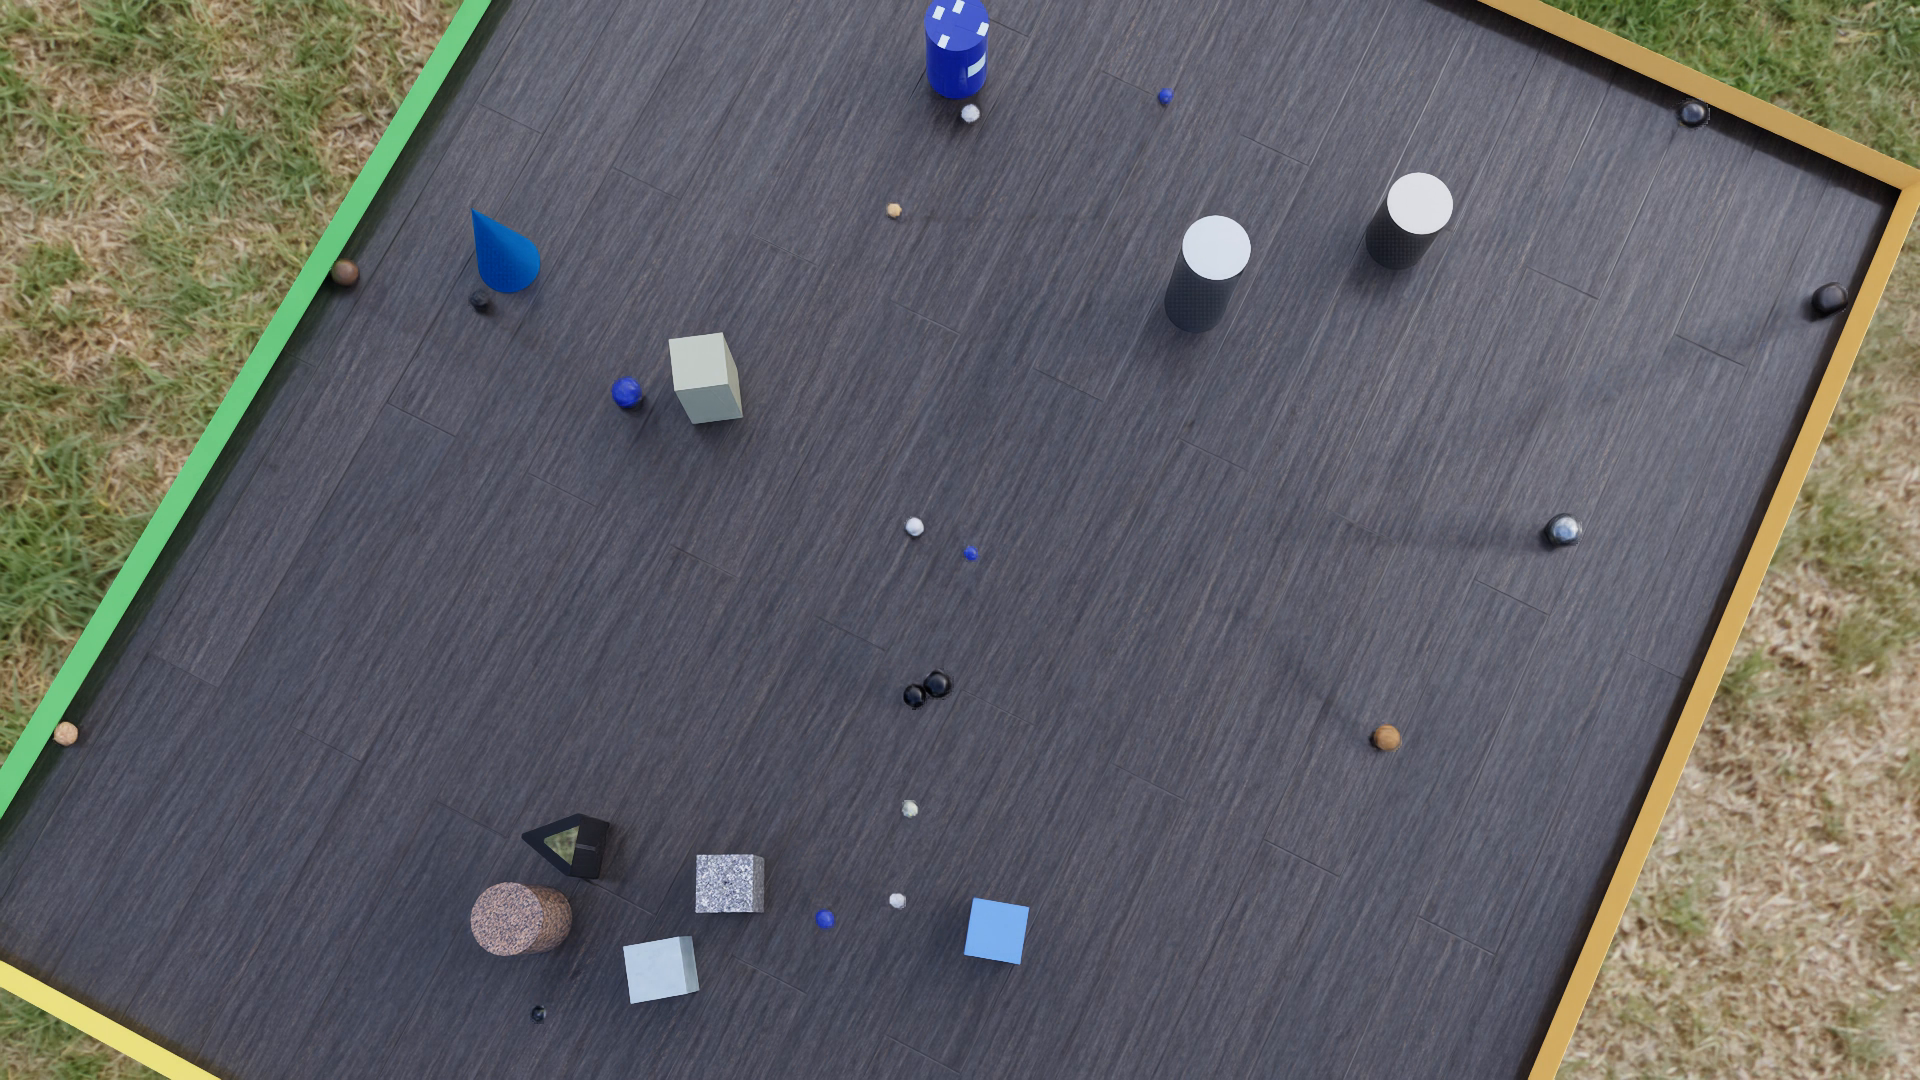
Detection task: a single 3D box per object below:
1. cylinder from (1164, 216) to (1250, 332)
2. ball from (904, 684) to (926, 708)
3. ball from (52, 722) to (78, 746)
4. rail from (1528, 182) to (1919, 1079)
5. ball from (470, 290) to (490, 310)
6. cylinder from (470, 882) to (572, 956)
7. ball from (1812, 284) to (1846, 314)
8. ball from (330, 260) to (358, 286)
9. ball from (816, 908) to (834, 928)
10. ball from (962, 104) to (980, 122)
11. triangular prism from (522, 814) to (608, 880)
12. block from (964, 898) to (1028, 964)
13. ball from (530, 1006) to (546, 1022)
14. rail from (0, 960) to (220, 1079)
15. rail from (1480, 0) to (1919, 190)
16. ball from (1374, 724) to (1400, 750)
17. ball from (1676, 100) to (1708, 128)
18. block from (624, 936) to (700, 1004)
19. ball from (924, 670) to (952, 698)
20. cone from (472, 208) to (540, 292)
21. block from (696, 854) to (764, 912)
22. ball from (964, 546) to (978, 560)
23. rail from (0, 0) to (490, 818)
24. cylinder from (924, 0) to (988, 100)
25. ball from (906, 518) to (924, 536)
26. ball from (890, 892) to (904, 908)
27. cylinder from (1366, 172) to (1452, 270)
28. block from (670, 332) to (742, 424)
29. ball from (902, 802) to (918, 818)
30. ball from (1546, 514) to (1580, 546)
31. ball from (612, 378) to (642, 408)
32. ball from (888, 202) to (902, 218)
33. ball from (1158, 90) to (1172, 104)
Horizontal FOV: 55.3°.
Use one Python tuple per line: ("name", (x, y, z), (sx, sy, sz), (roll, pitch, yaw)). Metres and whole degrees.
("cylinder", (0.741, -0.796, 5.533), (0.197, 0.486, 0.197), (0, 78, 0))
("ball", (-0.135, 0.467, 5.484), (0.069, 0.069, 0.069), (0, 78, 0))
("ball", (-2.665, 0.578, 5.462), (0.069, 0.069, 0.069), (0, 78, 0))
("rail", (1.944, 0.958, 5.352), (0.045, 0.128, 4.782), (26, 80, 5))
("ball", (-1.504, -0.751, 5.741), (0.060, 0.060, 0.060), (0, 78, 0))
("cylinder", (-1.238, 1.074, 5.196), (0.197, 0.389, 0.197), (0, 78, 0))
("ball", (2.715, -0.754, 5.725), (0.094, 0.094, 0.094), (0, 78, 0))
("ball", (-1.932, -0.838, 5.749), (0.081, 0.081, 0.081), (0, 78, 0))
("ball", (-0.396, 1.106, 5.360), (0.054, 0.054, 0.054), (0, 78, 0))
("ball", (0.033, -1.366, 5.870), (0.057, 0.057, 0.057), (0, 78, 0))
("triangular prism", (-1.090, 0.850, 5.228), (0.170, 0.417, 0.148), (39, 81, 7))
("block", (0.102, 1.117, 5.242), (0.157, 0.280, 0.157), (9, 78, 2))
("ball", (-1.221, 1.372, 5.310), (0.044, 0.044, 0.044), (0, 78, 0))
("rail", (-1.059, 2.080, 5.120), (4.394, 0.128, 0.045), (26, 80, 5))
("rail", (1.059, -2.067, 5.978), (4.394, 0.128, 0.045), (26, 80, 5))
("ball", (1.271, 0.587, 5.456), (0.076, 0.076, 0.076), (0, 78, 0))
("ball", (2.337, -1.360, 5.851), (0.092, 0.092, 0.092), (0, 78, 0))
("block", (-0.851, 1.225, 5.235), (0.157, 0.250, 0.157), (-10, 78, -2))
("ball", (-0.066, 0.431, 5.485), (0.084, 0.084, 0.084), (0, 78, 0))
("cone", (-1.426, -0.922, 5.573), (0.197, 0.460, 0.197), (0, 78, 0))
("block", (-0.657, 0.988, 5.257), (0.157, 0.303, 0.157), (0, 78, 0))
("ball", (0.034, 0.040, 5.586), (0.043, 0.043, 0.043), (0, 78, 0))
("rail", (-1.944, -0.945, 5.746), (0.045, 0.128, 4.782), (26, 80, 5))
("cylinder", (-0.010, -1.552, 5.766), (0.197, 0.335, 0.197), (0, 78, 0))
("ball", (-0.138, -0.040, 5.597), (0.054, 0.054, 0.054), (0, 78, 0))
("ball", (-0.186, 1.057, 5.376), (0.043, 0.043, 0.043), (0, 78, 0))
("cylinder", (1.384, -0.982, 5.664), (0.197, 0.306, 0.197), (0, 78, 0))
("block", (-0.763, -0.484, 5.530), (0.157, 0.367, 0.157), (-8, 78, -2))
("ball", (-0.148, 0.798, 5.428), (0.046, 0.046, 0.046), (0, 78, 0))
("ball", (1.835, -0.031, 5.573), (0.098, 0.098, 0.098), (0, 78, 0))
("ball", (-1.028, -0.454, 5.664), (0.092, 0.092, 0.092), (0, 78, 0))
("ball", (-0.209, -1.046, 5.811), (0.044, 0.044, 0.044), (0, 78, 0))
("ball", (0.661, -1.424, 5.887), (0.047, 0.047, 0.047), (0, 78, 0))
